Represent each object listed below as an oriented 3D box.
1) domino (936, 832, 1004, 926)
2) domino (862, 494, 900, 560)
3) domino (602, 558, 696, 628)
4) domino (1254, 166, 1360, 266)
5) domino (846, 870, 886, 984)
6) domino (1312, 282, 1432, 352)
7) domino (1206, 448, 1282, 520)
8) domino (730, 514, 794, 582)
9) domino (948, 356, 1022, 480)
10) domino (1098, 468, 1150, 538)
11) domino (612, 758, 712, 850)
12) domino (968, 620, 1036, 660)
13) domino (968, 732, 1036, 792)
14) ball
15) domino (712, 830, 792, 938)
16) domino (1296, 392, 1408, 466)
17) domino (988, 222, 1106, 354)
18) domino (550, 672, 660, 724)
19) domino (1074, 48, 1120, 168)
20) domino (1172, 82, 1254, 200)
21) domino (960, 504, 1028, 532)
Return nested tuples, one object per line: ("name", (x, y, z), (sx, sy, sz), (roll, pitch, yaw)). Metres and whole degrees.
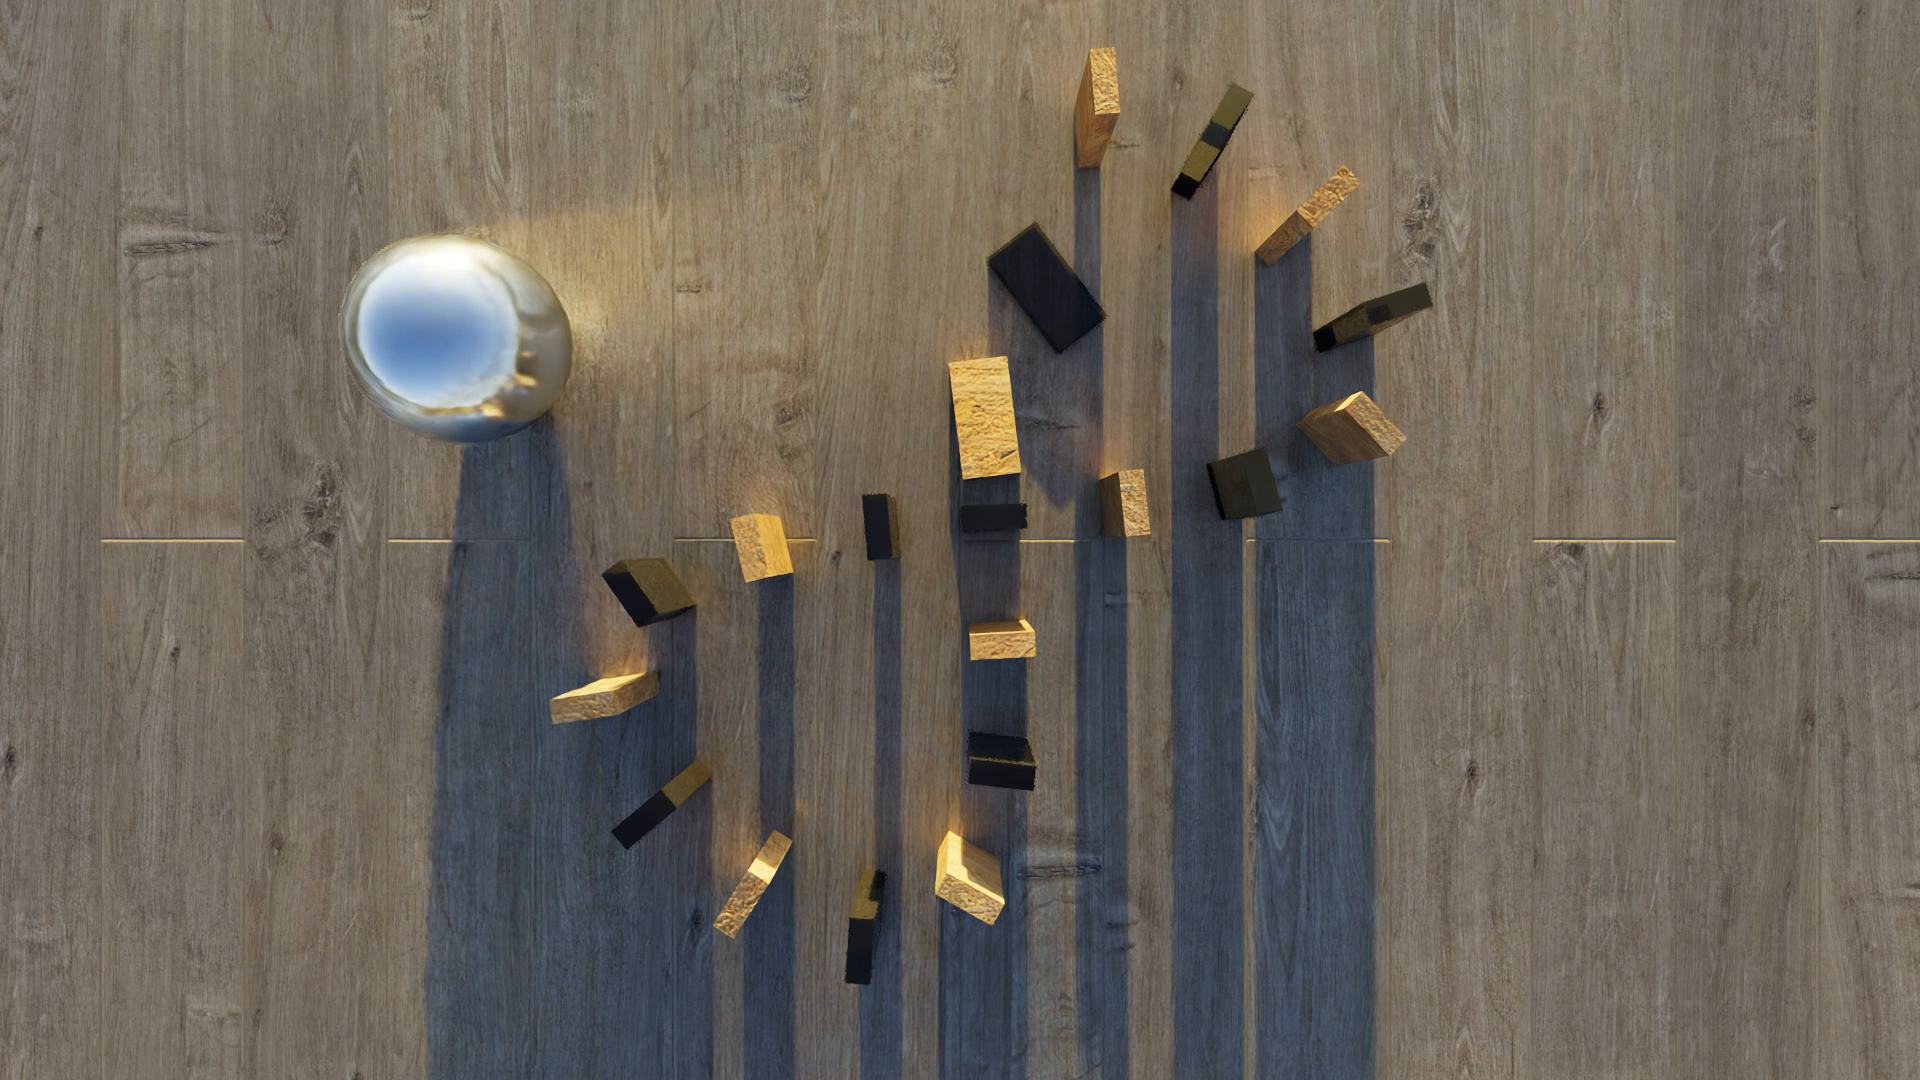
("domino", (0.004, 0.137, 0.375), (0.025, 0.050, 0.010), (29, 90, 0))
("domino", (-0.032, -0.005, 0.375), (0.010, 0.050, 0.025), (-5, 90, 0))
("domino", (-0.126, 0.021, 0.375), (0.010, 0.050, 0.025), (-35, 90, 0))
("domino", (0.141, -0.131, 0.375), (0.025, 0.050, 0.010), (-44, 90, 0))
("domino", (-0.038, 0.157, 0.375), (0.009, 0.050, 0.025), (4, 90, 0))
("domino", (0.167, -0.090, 0.375), (0.025, 0.050, 0.009), (-18, 90, 0))
("domino", (0.115, -0.022, 0.375), (0.010, 0.050, 0.025), (-15, 90, 0))
("domino", (-0.080, 0.003, 0.375), (0.009, 0.050, 0.025), (-14, 90, 0))
("domino", (0.011, -0.052, 0.395), (0.025, 0.010, 0.050), (-7, 90, 0))
("domino", (0.067, -0.014, 0.375), (0.009, 0.050, 0.025), (-6, 90, 0))
("domino", (-0.121, 0.107, 0.375), (0.025, 0.050, 0.009), (-40, 90, 0))
("domino", (0.016, 0.040, 0.375), (0.025, 0.050, 0.009), (-3, 90, 0))
("domino", (0.016, 0.090, 0.375), (0.025, 0.050, 0.009), (7, 90, 0))
("ball", (-0.195, -0.078, 0.360), (0.080, 0.080, 0.080), (0, 90, 0))
("domino", (-0.084, 0.139, 0.375), (0.010, 0.050, 0.025), (33, 90, 0))
("domino", (0.159, -0.045, 0.375), (0.009, 0.050, 0.025), (-43, 90, 0))
("domino", (0.037, -0.108, 0.395), (0.025, 0.010, 0.050), (-38, 90, 0))
("domino", (-0.144, 0.064, 0.375), (0.025, 0.050, 0.010), (-8, 90, 0))
("domino", (0.055, -0.175, 0.375), (0.009, 0.050, 0.025), (-5, 90, 0))
("domino", (0.102, -0.162, 0.375), (0.010, 0.050, 0.025), (29, 90, 0))
("domino", (0.013, -0.009, 0.375), (0.025, 0.050, 0.009), (-2, 90, 0))
